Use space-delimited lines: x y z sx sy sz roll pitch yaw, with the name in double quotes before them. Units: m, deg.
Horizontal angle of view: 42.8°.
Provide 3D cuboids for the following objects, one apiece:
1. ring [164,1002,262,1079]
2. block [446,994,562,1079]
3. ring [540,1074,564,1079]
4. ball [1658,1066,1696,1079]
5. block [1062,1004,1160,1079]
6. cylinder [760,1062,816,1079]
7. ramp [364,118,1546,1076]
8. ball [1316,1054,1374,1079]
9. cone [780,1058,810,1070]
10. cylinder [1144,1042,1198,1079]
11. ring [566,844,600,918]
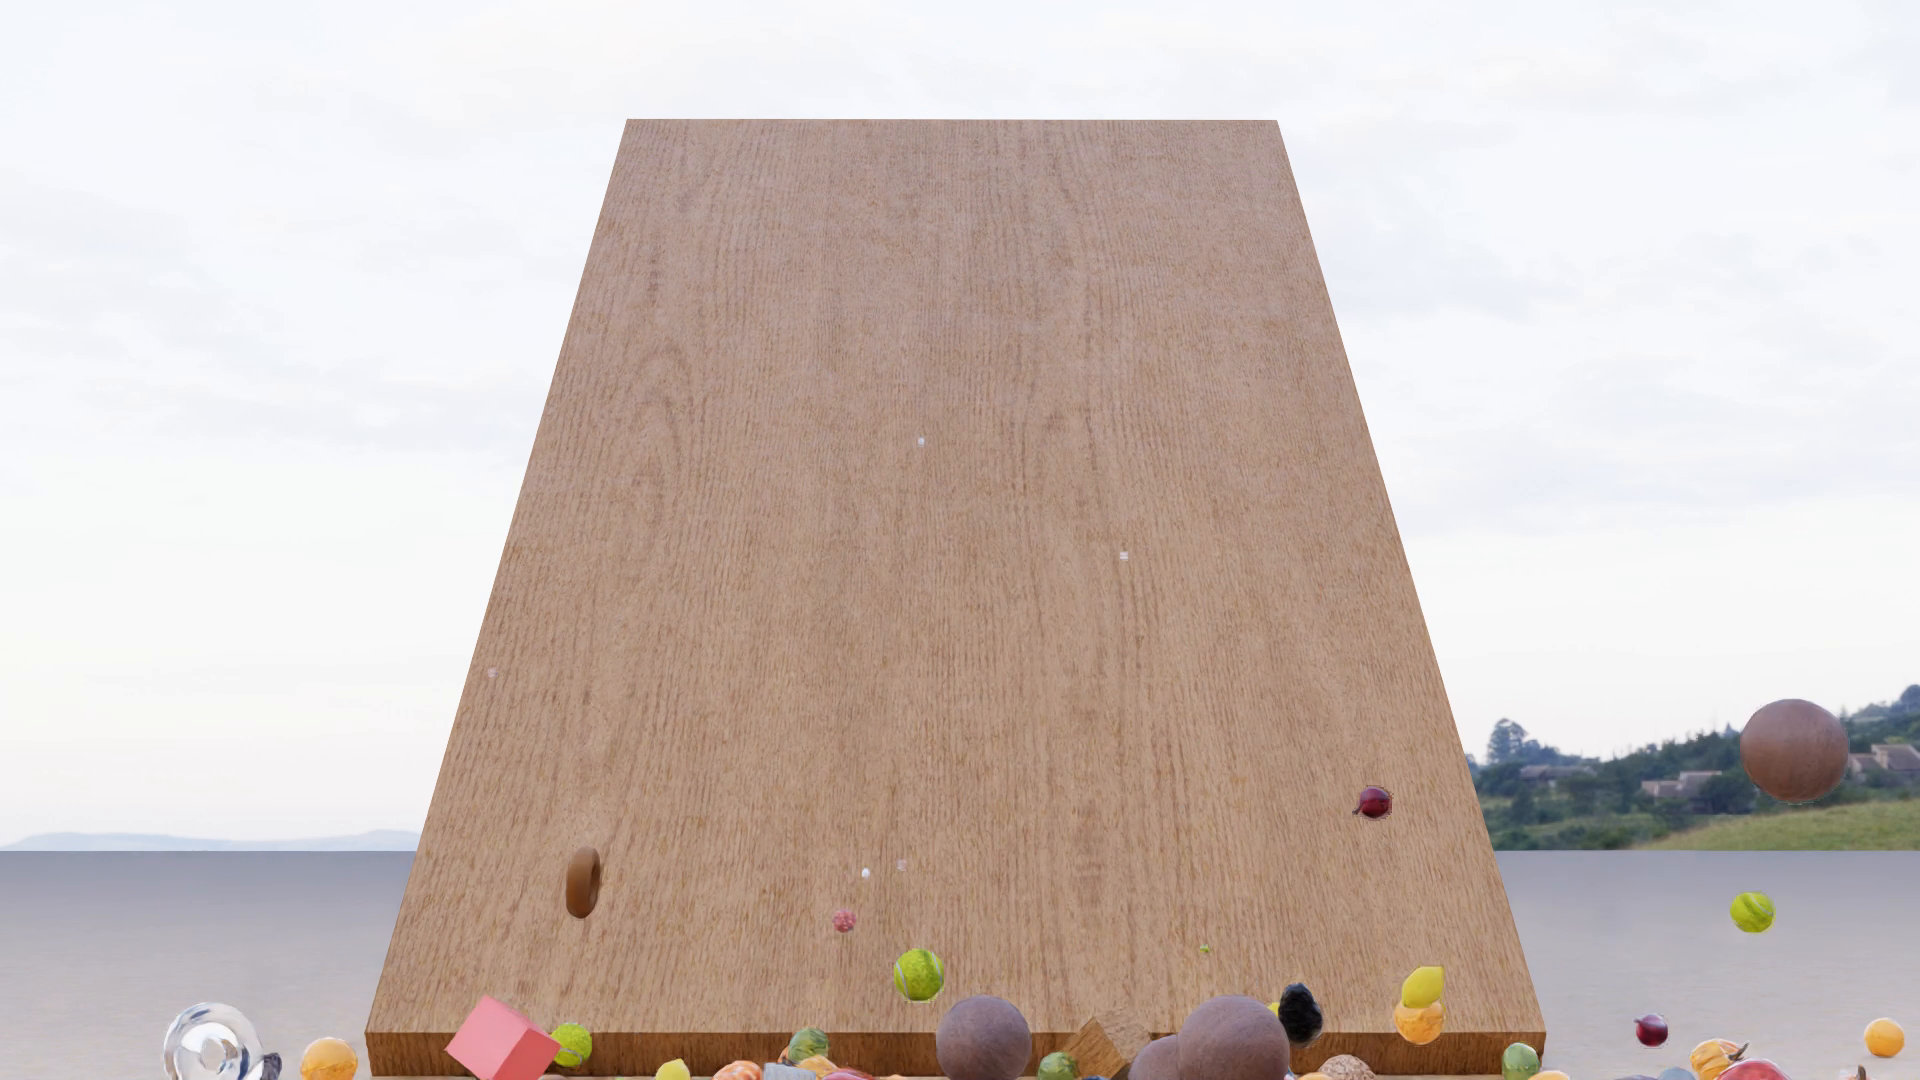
"ring" -0.975 0.675 3.198 0.048 0.143 0.143 -25 -20 33
"block" -0.635 0.707 3.410 0.094 0.094 0.094 29 -12 33
"ring" -0.671 0.872 3.927 0.077 0.026 0.077 -1 -7 0
"ball" 1.060 0.810 3.617 0.061 0.061 0.061 0 -7 0
"block" 0.238 0.807 3.880 0.090 0.090 0.090 -5 -37 -51
"cylinder" -0.231 0.732 3.241 0.069 0.069 0.069 12 -8 -5
"ramp" -0.015 -0.189 5.860 2.000 0.100 4.000 0 32 0
"ball" 0.557 0.789 3.538 0.088 0.088 0.088 0 -7 0
"cone" -0.240 0.833 3.660 0.083 0.083 0.083 -4 -42 30
"cylinder" 0.328 0.821 3.792 0.063 0.063 0.063 -5 13 34
"ring" -0.657 0.596 4.269 0.043 0.128 0.128 5 -7 4
